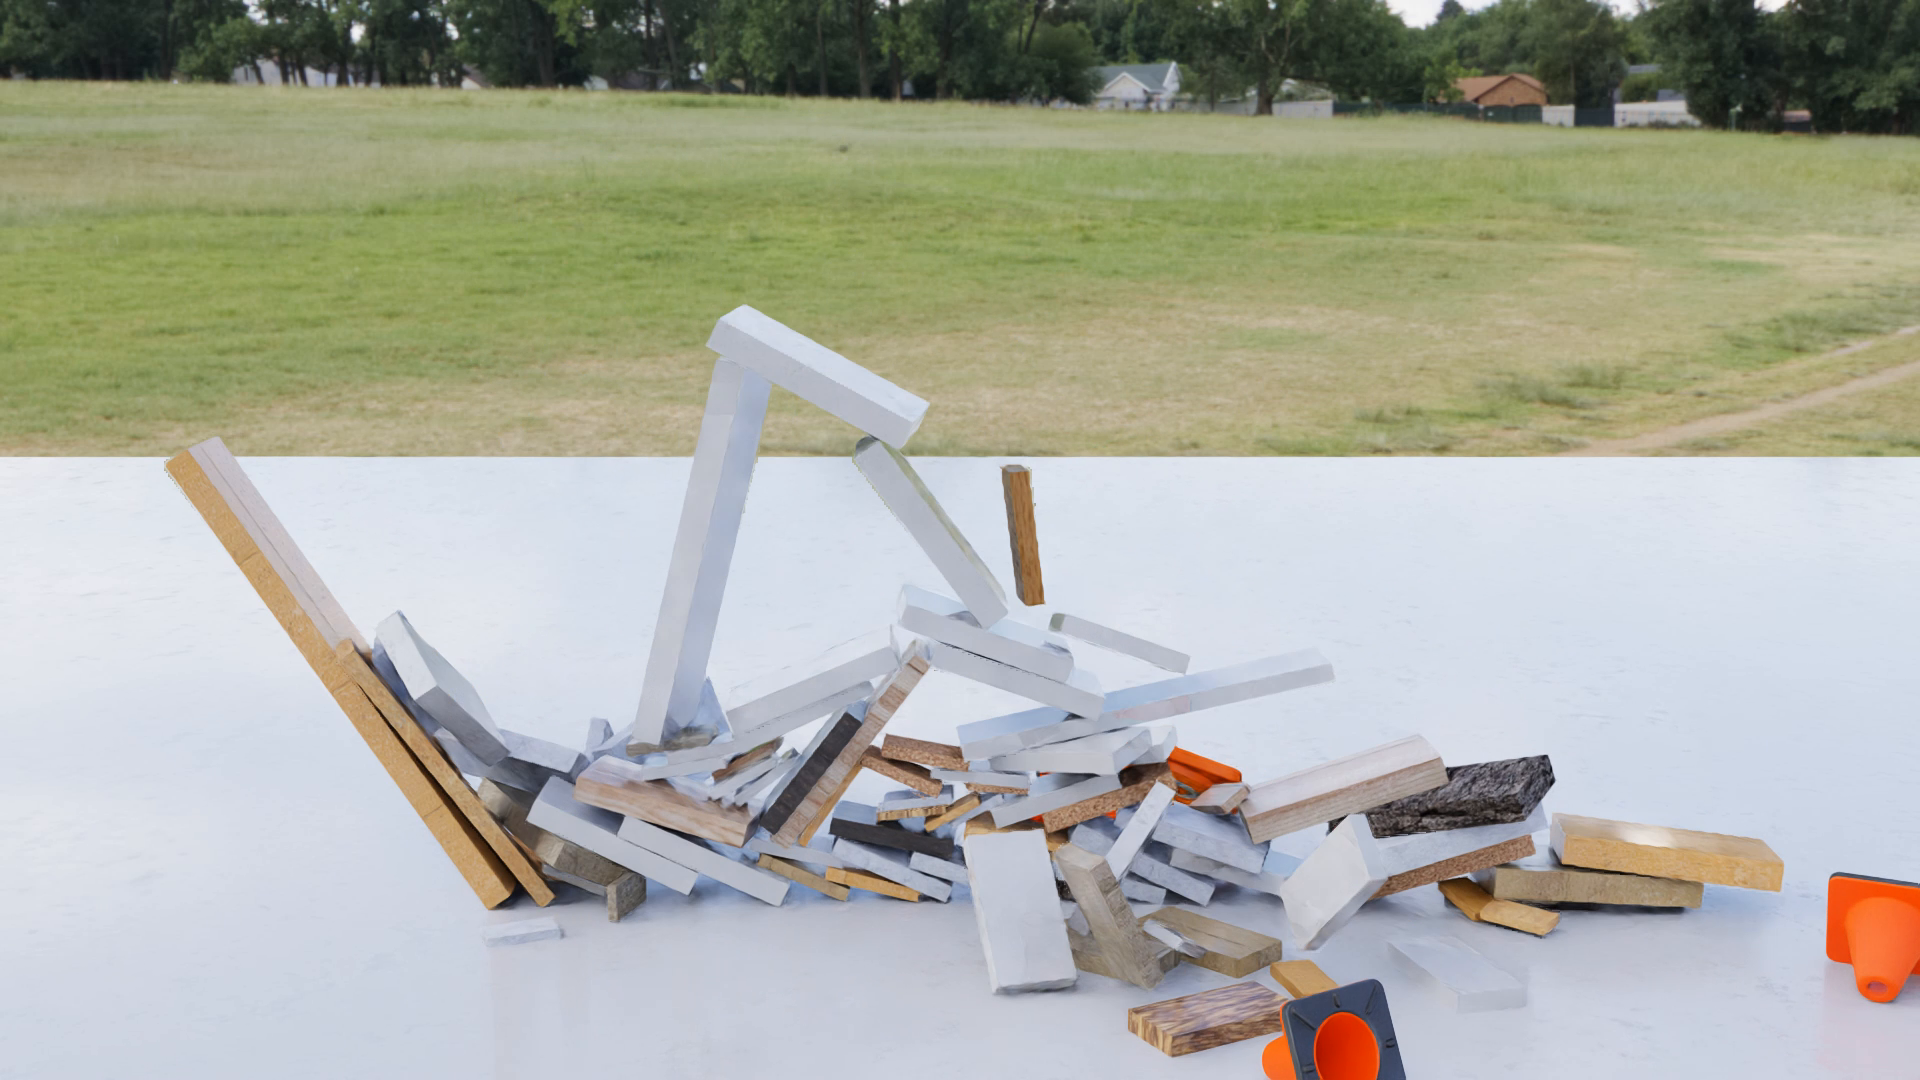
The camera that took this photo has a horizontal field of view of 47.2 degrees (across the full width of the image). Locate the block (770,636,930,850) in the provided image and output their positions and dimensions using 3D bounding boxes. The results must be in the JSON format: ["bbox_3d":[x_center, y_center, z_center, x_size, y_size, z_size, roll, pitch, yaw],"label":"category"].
[{"bbox_3d":[-0.178,0.333,3.613,0.034,0.392,0.119,37,8,-7],"label":"block"}]

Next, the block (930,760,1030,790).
[{"bbox_3d":[0.035,0.384,3.644,0.161,0.021,0.072,6,10,3],"label":"block"}]

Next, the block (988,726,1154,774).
[{"bbox_3d":[0.179,0.340,3.594,0.243,0.034,0.121,-2,16,36],"label":"block"}]

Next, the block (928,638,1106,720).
[{"bbox_3d":[0.090,0.213,3.591,0.286,0.041,0.143,19,11,-6],"label":"block"}]

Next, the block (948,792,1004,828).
[{"bbox_3d":[0.026,0.443,3.643,0.099,0.014,0.049,-28,7,4],"label":"block"}]

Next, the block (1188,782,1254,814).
[{"bbox_3d":[0.438,0.436,3.706,0.063,0.018,0.126,-37,6,-20],"label":"block"}]

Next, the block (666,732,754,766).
[{"bbox_3d":[-0.414,0.343,3.649,0.141,0.020,0.071,-11,8,-4],"label":"block"}]

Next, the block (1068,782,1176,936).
[{"bbox_3d":[0.253,0.496,3.431,0.034,0.121,0.243,31,46,11],"label":"block"}]

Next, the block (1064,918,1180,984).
[{"bbox_3d":[0.218,0.630,3.372,0.214,0.030,0.107,7,13,34],"label":"block"}]

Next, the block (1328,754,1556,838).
[{"bbox_3d":[0.781,0.421,3.576,0.331,0.047,0.166,-13,10,35],"label":"block"}]

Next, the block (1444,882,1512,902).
[{"bbox_3d":[0.863,0.585,3.652,0.109,0.015,0.054,3,11,17],"label":"block"}]

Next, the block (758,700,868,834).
[{"bbox_3d":[-0.240,0.363,3.592,0.034,0.238,0.119,37,11,-7],"label":"block"}]

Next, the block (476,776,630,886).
[{"bbox_3d":[-0.684,0.497,3.718,0.158,0.045,0.317,27,-2,-39],"label":"block"}]

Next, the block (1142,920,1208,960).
[{"bbox_3d":[0.322,0.597,3.284,0.063,0.018,0.126,28,-3,29],"label":"block"}]

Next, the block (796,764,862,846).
[{"bbox_3d":[-0.214,0.428,3.636,0.016,0.169,0.057,35,8,-6],"label":"block"}]

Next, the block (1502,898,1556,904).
[{"bbox_3d":[0.926,0.580,3.596,0.094,0.013,0.047,4,6,12],"label":"block"}]

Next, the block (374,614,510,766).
[{"bbox_3d":[-0.847,0.250,3.612,0.044,0.154,0.309,-34,-28,-5],"label":"block"}]

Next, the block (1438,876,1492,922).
[{"bbox_3d":[0.834,0.586,3.592,0.054,0.015,0.109,-4,22,-21],"label":"block"}]

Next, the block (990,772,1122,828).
[{"bbox_3d":[0.158,0.415,3.649,0.216,0.031,0.108,-19,9,4],"label":"block"}]

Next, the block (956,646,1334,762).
[{"bbox_3d":[0.302,0.270,3.631,0.619,0.031,0.108,-12,12,-1],"label":"block"}]

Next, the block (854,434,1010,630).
[{"bbox_3d":[-0.046,-0.022,3.541,0.049,0.344,0.172,-36,10,5],"label":"block"}]

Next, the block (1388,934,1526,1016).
[{"bbox_3d":[0.738,0.646,3.280,0.110,0.031,0.220,-3,11,-15],"label":"block"}]

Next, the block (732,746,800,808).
[{"bbox_3d":[-0.320,0.392,3.635,0.121,0.017,0.060,-37,8,7],"label":"block"}]

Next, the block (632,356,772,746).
[{"bbox_3d":[-0.416,0.010,3.592,0.049,0.644,0.172,17,14,10],"label":"block"}]

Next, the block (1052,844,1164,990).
[{"bbox_3d":[0.216,0.548,3.202,0.030,0.214,0.107,-33,19,-21],"label":"block"}]

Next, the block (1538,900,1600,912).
[{"bbox_3d":[0.999,0.594,3.613,0.094,0.013,0.047,1,11,7],"label":"block"}]

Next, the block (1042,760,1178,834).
[{"bbox_3d":[0.244,0.420,3.639,0.223,0.031,0.108,-19,9,3],"label":"block"}]

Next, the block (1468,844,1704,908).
[{"bbox_3d":[1.027,0.551,3.632,0.342,0.048,0.171,3,7,-4],"label":"block"}]

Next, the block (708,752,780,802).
[{"bbox_3d":[-0.356,0.387,3.627,0.121,0.017,0.060,-29,7,3],"label":"block"}]

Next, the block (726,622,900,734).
[{"bbox_3d":[-0.237,0.224,3.573,0.286,0.041,0.143,-22,12,3],"label":"block"}]

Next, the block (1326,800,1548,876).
[{"bbox_3d":[0.773,0.473,3.586,0.331,0.047,0.166,-18,8,4],"label":"block"}]

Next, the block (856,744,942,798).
[{"bbox_3d":[-0.100,0.378,3.625,0.145,0.021,0.072,24,9,-5],"label":"block"}]

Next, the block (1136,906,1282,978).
[{"bbox_3d":[0.377,0.622,3.410,0.220,0.031,0.110,10,15,43],"label":"block"}]

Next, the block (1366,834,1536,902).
[{"bbox_3d":[0.766,0.517,3.643,0.342,0.048,0.171,-17,9,8],"label":"block"}]

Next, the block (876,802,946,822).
[{"bbox_3d":[-0.080,0.444,3.648,0.113,0.016,0.057,-7,10,3],"label":"block"}]

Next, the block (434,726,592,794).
[{"bbox_3d":[-0.767,0.383,3.806,0.309,0.044,0.154,12,-29,23],"label":"block"}]

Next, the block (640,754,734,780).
[{"bbox_3d":[-0.453,0.371,3.649,0.141,0.020,0.071,-9,9,5],"label":"block"}]

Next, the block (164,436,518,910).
[{"bbox_3d":[-0.992,0.217,3.592,0.045,0.878,0.158,-33,10,4],"label":"block"}]

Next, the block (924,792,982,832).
[{"bbox_3d":[-0.012,0.448,3.638,0.099,0.014,0.050,-28,8,7],"label":"block"}]

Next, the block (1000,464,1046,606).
[{"bbox_3d":[0.101,-0.009,3.558,0.031,0.217,0.108,-8,8,-6],"label":"block"}]
